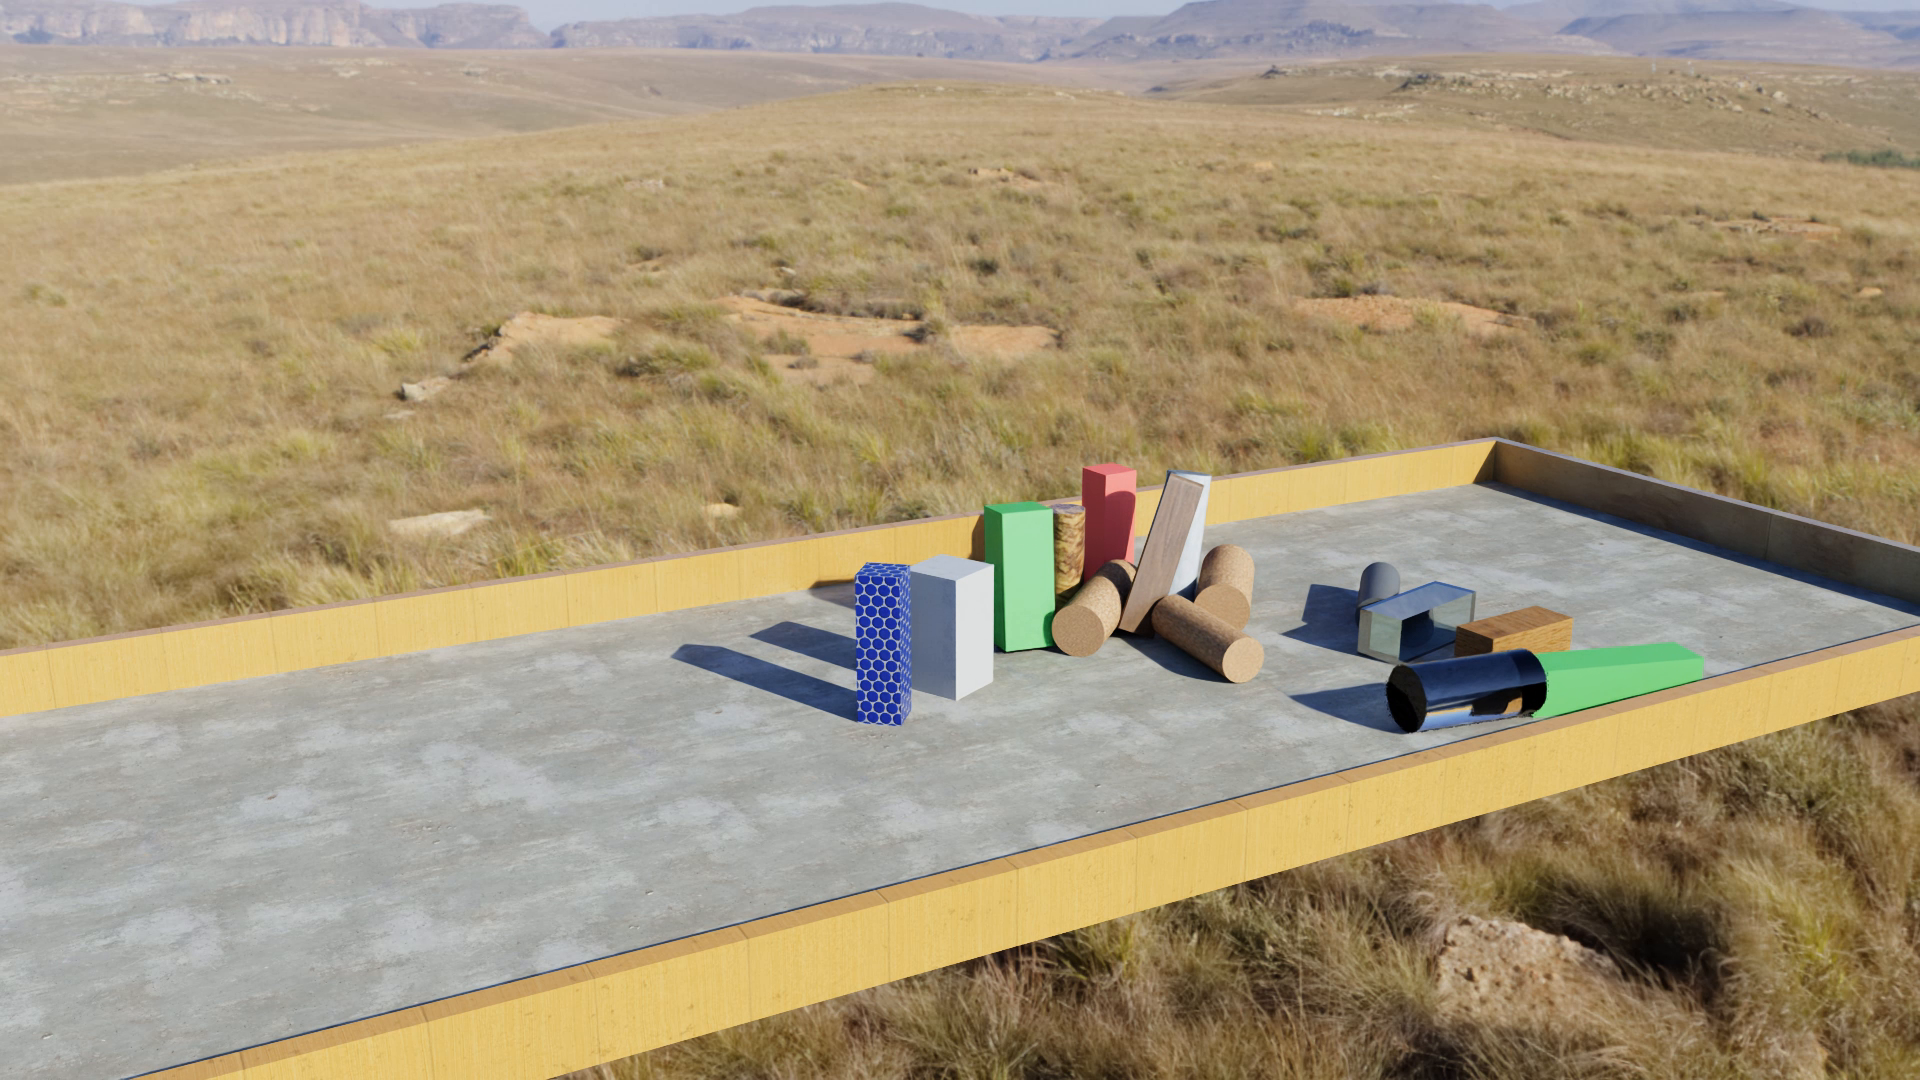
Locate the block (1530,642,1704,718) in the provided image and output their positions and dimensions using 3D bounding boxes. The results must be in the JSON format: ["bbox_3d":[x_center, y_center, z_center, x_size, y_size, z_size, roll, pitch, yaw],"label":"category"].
[{"bbox_3d":[1.566,0.338,4.001,0.444,0.116,0.116,-4,17,-12],"label":"block"}]

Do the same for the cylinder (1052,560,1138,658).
[{"bbox_3d":[0.380,0.181,4.487,0.143,0.143,0.430,6,17,19],"label":"cylinder"}]

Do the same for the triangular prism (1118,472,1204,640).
[{"bbox_3d":[0.530,0.040,4.475,0.107,0.439,0.093,19,-1,-15],"label":"triangular prism"}]

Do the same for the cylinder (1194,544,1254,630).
[{"bbox_3d":[0.742,0.138,4.616,0.152,0.152,0.384,3,17,11],"label":"cylinder"}]

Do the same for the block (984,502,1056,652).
[{"bbox_3d":[0.158,0.094,4.365,0.140,0.366,0.140,-6,12,-18],"label":"block"}]

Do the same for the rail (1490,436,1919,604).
[{"bbox_3d":[2.466,-0.048,5.253,0.050,0.150,2.100,-9,18,-27],"label":"rail"}]

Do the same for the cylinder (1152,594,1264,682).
[{"bbox_3d":[0.638,0.252,4.280,0.120,0.120,0.366,-7,18,-21],"label":"cylinder"}]

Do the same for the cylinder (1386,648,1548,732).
[{"bbox_3d":[1.191,0.352,3.877,0.333,0.157,0.157,-6,17,-19],"label":"cylinder"}]

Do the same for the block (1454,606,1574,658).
[{"bbox_3d":[1.423,0.266,4.241,0.304,0.117,0.117,-10,19,-31],"label":"block"}]

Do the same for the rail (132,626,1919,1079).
[{"bbox_3d":[-2.336,1.006,1.665,12.000,0.150,0.050,-9,18,-27],"label":"rail"}]

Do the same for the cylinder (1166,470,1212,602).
[{"bbox_3d":[0.612,0.009,4.594,0.124,0.396,0.124,7,8,-1],"label":"cylinder"}]

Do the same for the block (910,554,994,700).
[{"bbox_3d":[-0.028,0.213,4.084,0.159,0.307,0.159,11,20,34],"label":"block"}]

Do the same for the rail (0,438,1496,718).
[{"bbox_3d":[-3.305,0.497,3.399,12.000,0.150,0.050,-9,18,-27],"label":"rail"}]

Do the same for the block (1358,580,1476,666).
[{"bbox_3d":[1.217,0.219,4.387,0.352,0.126,0.126,-14,22,-40],"label":"block"}]

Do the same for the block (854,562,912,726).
[{"bbox_3d":[-0.179,0.245,3.876,0.105,0.365,0.105,3,17,11],"label":"block"}]

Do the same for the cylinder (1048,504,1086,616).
[{"bbox_3d":[0.292,0.062,4.597,0.109,0.309,0.109,0,16,0],"label":"cylinder"}]

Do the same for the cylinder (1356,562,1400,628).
[{"bbox_3d":[1.169,0.162,4.607,0.110,0.110,0.342,5,17,15],"label":"cylinder"}]

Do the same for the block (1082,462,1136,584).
[{"bbox_3d":[0.432,-0.032,4.823,0.111,0.362,0.111,-10,19,-31],"label":"block"}]
